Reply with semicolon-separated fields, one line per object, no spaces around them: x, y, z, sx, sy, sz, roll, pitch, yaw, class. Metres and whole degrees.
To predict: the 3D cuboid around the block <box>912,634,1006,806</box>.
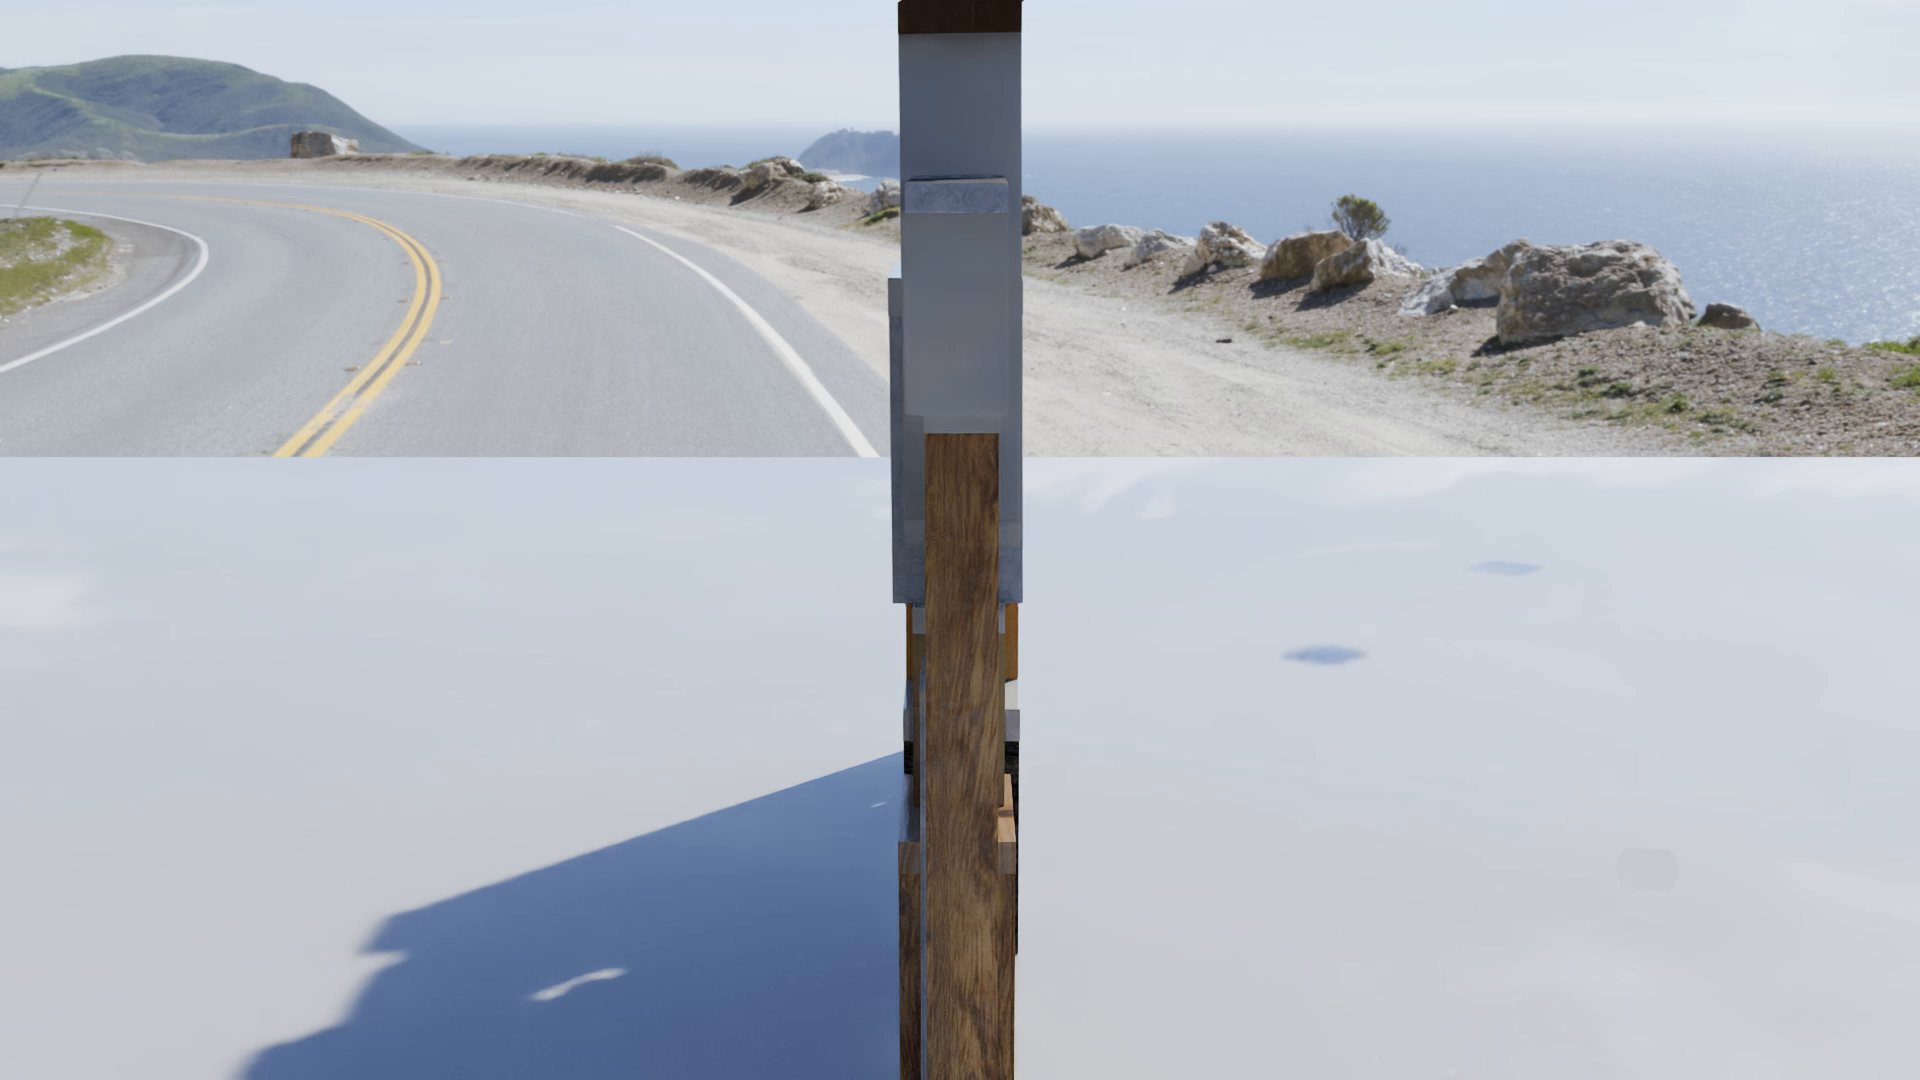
-0.001;0.237;2.984;0.123;0.247;0.035;0;11;0;block

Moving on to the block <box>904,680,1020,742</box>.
0.003;0.246;3.469;0.175;0.050;0.350;0;11;0;block

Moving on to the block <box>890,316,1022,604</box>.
-0.004;-0.110;2.931;0.174;0.386;0.049;0;10;0;block

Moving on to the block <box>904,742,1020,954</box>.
0.002;0.464;3.391;0.175;0.350;0.050;0;11;0;block

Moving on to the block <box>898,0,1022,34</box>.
0.000;-0.671;2.838;0.152;0.043;0.304;0;11;0;block

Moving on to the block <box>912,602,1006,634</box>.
-0.001;0.084;3.040;0.123;0.035;0.247;0;11;0;block

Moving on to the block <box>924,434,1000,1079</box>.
0.003;0.311;2.709;0.089;0.900;0.025;0;11;0;block

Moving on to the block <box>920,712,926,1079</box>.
-0.003;0.474;2.820;0.095;0.539;0.027;0;11;0;block

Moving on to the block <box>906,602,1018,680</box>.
0.003;0.042;3.465;0.176;0.353;0.050;0;11;0;block

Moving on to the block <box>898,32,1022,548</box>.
0.002;-0.313;2.801;0.152;0.647;0.043;0;10;0;block

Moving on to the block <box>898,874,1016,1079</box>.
-0.004;0.573;2.926;0.153;0.305;0.043;0;11;0;block

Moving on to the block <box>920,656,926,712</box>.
-0.003;0.184;2.831;0.095;0.027;0.191;0;10;0;block

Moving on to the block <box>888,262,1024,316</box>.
-0.005;-0.345;3.006;0.174;0.049;0.348;0;10;0;block

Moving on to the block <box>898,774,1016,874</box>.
-0.004;0.383;2.994;0.153;0.043;0.305;0;11;0;block

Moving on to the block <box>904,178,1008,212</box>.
-0.004;-0.410;2.612;0.117;0.033;0.235;0;11;0;block

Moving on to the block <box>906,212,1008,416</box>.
-0.004;-0.264;2.560;0.117;0.235;0.033;0;11;0;block

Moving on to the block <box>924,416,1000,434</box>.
0.002;-0.155;2.683;0.089;0.025;0.177;0;11;0;block
